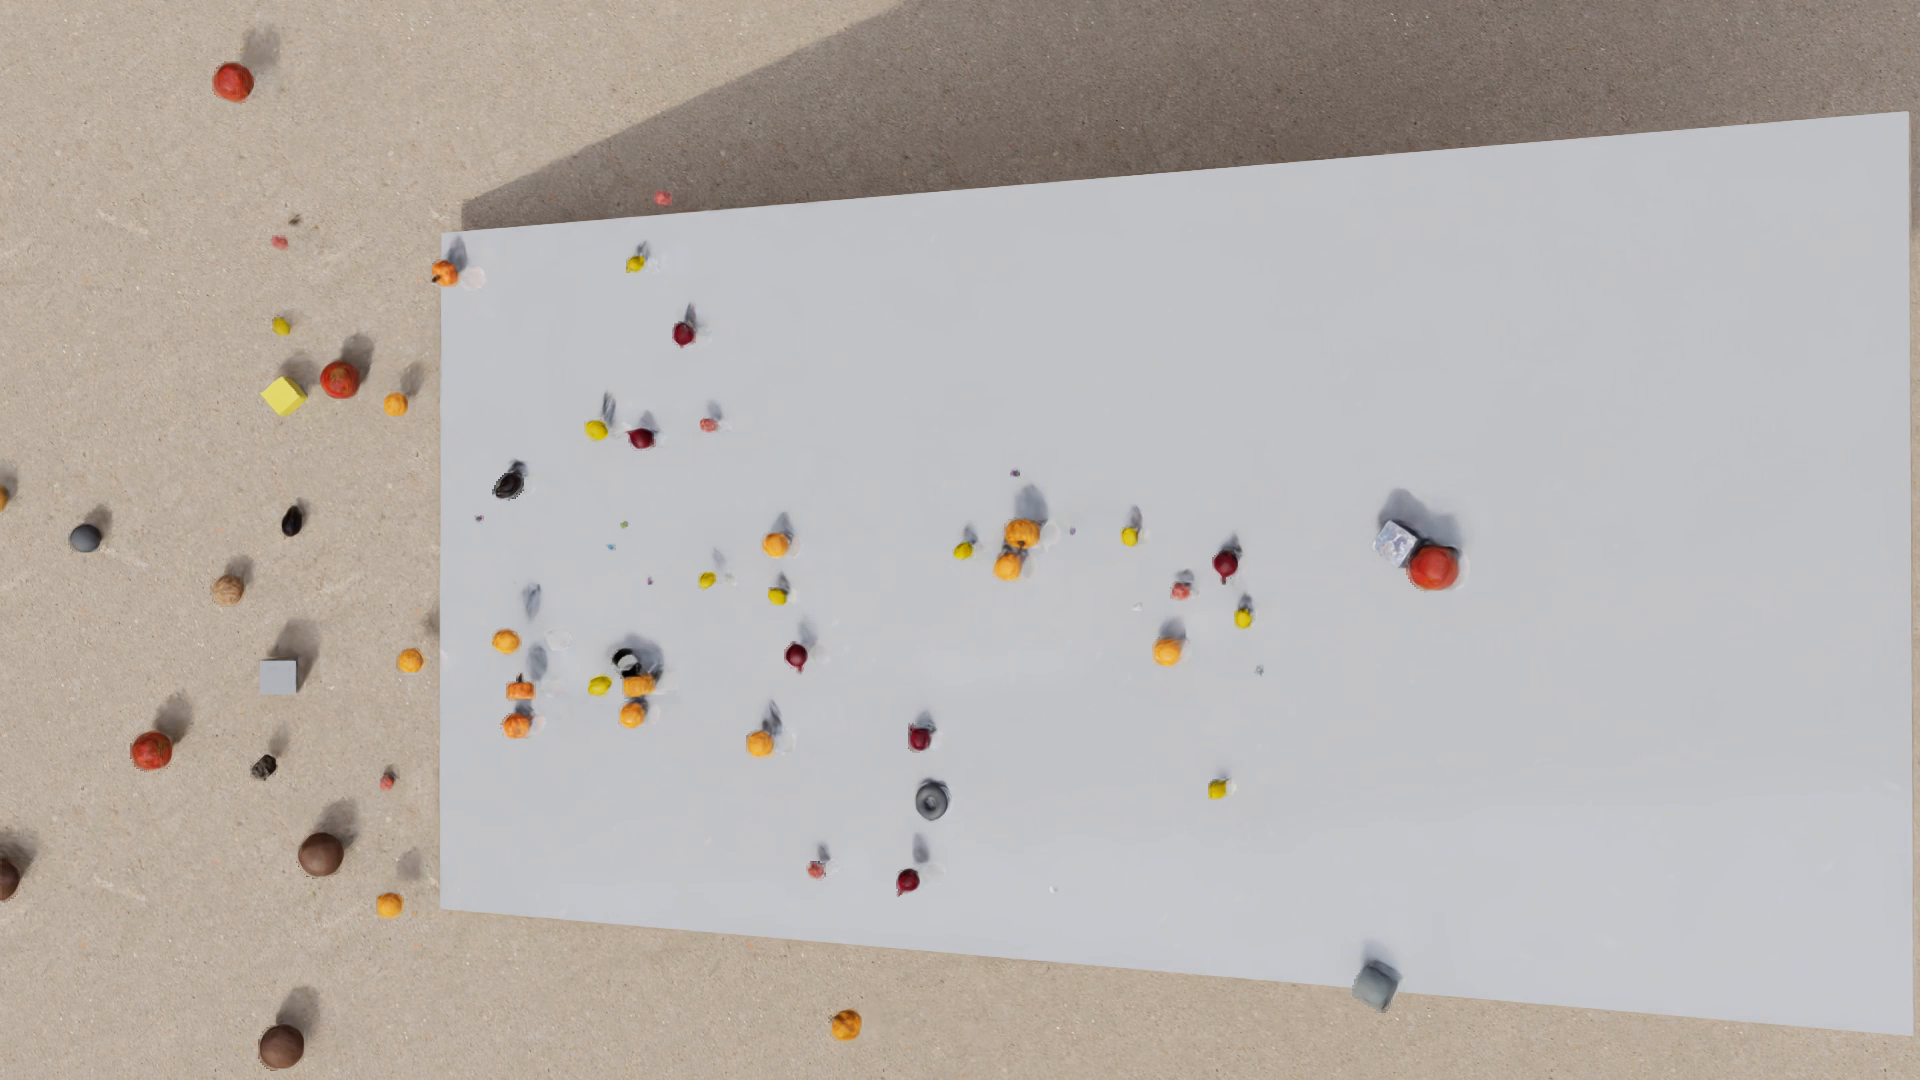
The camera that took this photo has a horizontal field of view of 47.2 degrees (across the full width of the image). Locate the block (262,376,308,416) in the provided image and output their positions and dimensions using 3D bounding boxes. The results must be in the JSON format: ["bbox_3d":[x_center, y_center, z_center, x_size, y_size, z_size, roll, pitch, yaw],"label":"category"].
[{"bbox_3d":[-2.015,-0.430,6.563,0.083,0.083,0.083,-40,90,2],"label":"block"}]

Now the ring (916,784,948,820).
[{"bbox_3d":[-0.075,0.688,5.771,0.094,0.031,0.094,-1,89,27],"label":"ring"}]

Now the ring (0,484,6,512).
[{"bbox_3d":[-2.902,-0.125,6.553,0.117,0.039,0.117,0,88,-6],"label":"ring"}]

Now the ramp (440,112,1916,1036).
[{"bbox_3d":[0.281,0.080,5.677,4.000,0.100,2.000,0,89,26],"label":"ramp"}]

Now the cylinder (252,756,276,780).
[{"bbox_3d":[-2.064,0.676,6.523,0.054,0.054,0.054,3,114,8],"label":"cylinder"}]

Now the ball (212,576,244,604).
[{"bbox_3d":[-2.182,0.149,6.555,0.088,0.088,0.088,0,89,0],"label":"ball"}]

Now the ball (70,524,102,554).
[{"bbox_3d":[-2.607,-0.004,6.557,0.086,0.086,0.086,0,89,0],"label":"ball"}]

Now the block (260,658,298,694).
[{"bbox_3d":[-2.023,0.406,6.537,0.100,0.100,0.100,0,90,-11],"label":"block"}]

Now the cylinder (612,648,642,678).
[{"bbox_3d":[-0.934,0.346,6.165,0.060,0.060,0.060,-42,53,0],"label":"cylinder"}]

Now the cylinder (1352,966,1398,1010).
[{"bbox_3d":[0.987,1.063,5.221,0.078,0.078,0.078,27,89,24],"label":"cylinder"}]

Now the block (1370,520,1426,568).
[{"bbox_3d":[1.037,0.009,5.206,0.082,0.082,0.082,37,105,22],"label":"block"}]
